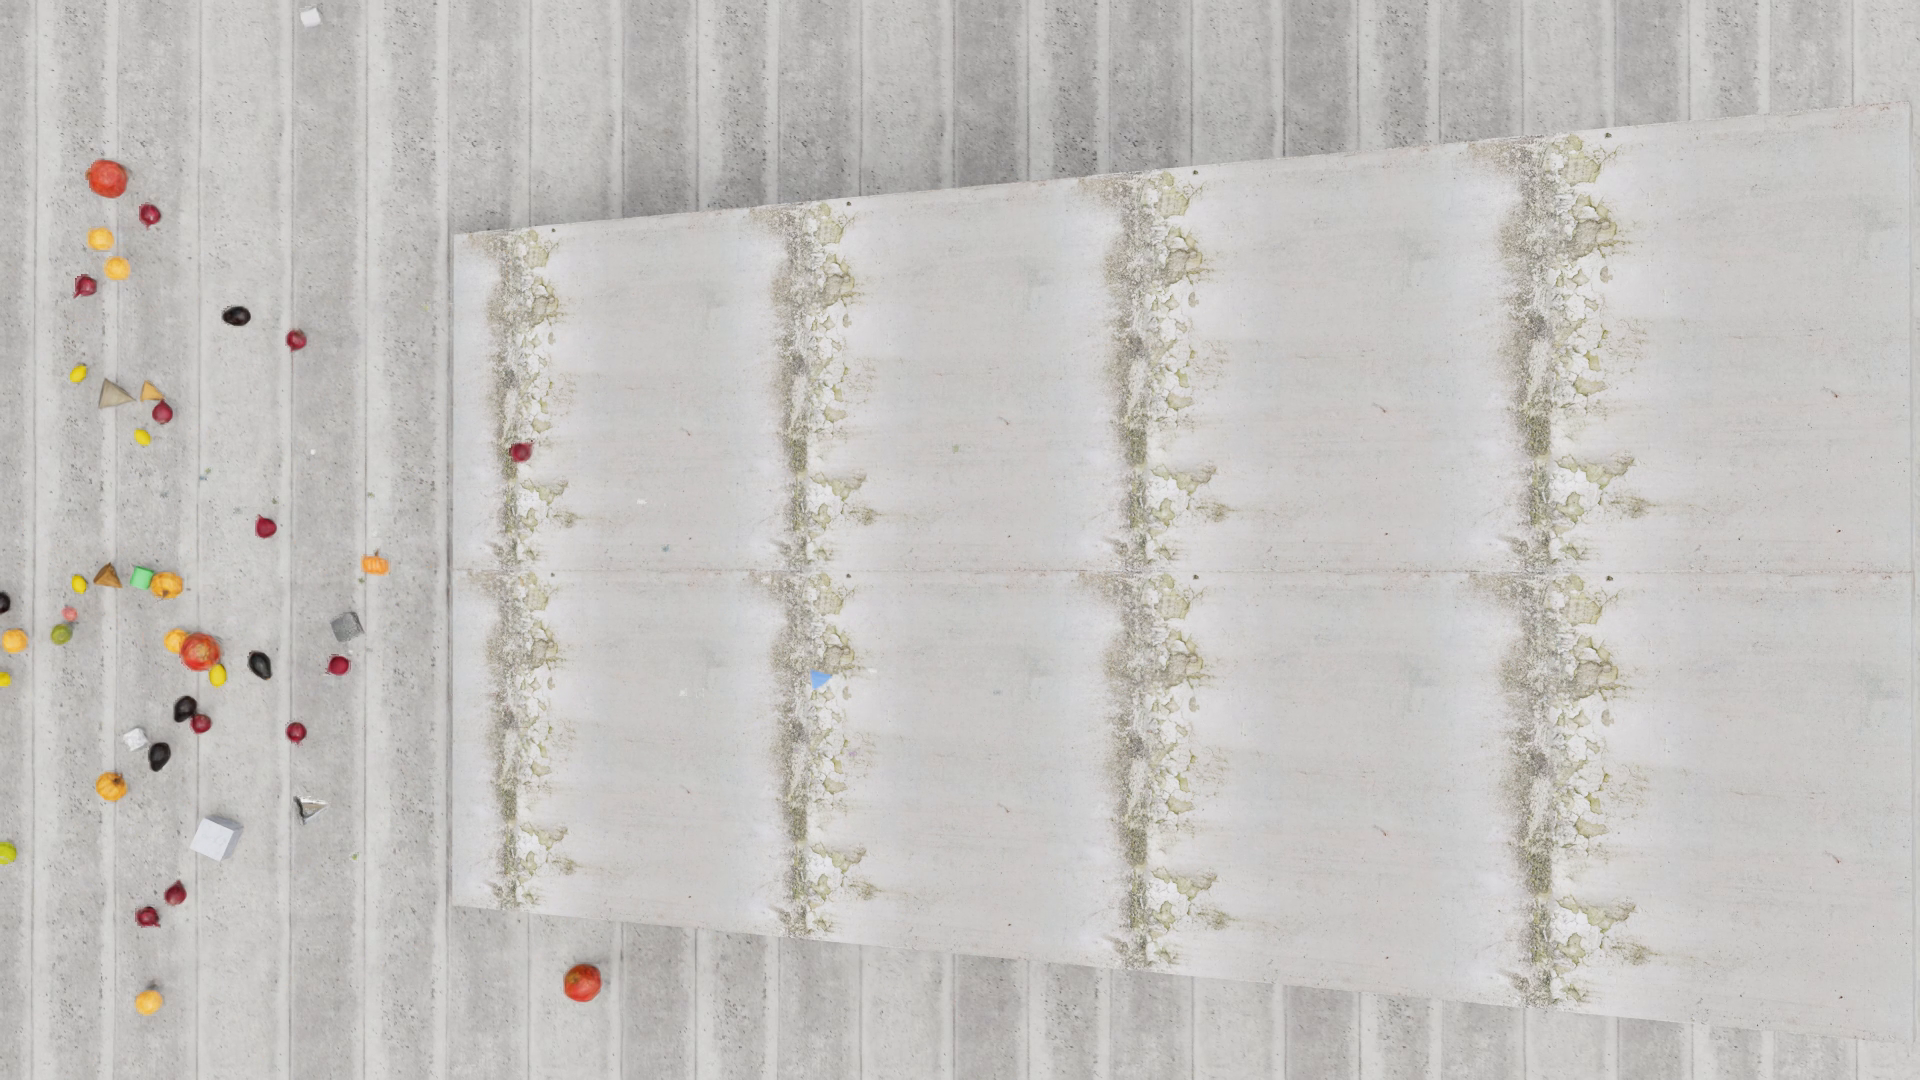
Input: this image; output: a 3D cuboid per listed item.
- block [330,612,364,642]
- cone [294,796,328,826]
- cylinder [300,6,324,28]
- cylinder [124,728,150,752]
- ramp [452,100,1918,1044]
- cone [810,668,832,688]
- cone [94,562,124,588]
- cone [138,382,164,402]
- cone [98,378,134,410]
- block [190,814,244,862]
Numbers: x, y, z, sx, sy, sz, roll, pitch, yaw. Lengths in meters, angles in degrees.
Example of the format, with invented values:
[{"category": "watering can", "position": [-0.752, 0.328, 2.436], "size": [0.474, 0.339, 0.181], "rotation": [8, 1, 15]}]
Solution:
[{"category": "block", "position": [-1.840, 0.263, 6.603], "size": [0.066, 0.066, 0.066], "rotation": [-24, 89, 0]}, {"category": "cone", "position": [-1.942, 0.806, 6.610], "size": [0.094, 0.094, 0.094], "rotation": [-11, 89, -27]}, {"category": "cylinder", "position": [-1.954, -1.576, 6.629], "size": [0.053, 0.053, 0.053], "rotation": [-16, 89, 0]}, {"category": "cylinder", "position": [-2.474, 0.599, 6.606], "size": [0.054, 0.054, 0.054], "rotation": [-27, 89, 0]}, {"category": "ramp", "position": [0.276, 0.077, 5.648], "size": [4.000, 0.100, 2.000], "rotation": [0, 89, 28]}, {"category": "cone", "position": [-0.369, 0.370, 5.920], "size": [0.057, 0.057, 0.057], "rotation": [-7, 89, 1]}, {"category": "cone", "position": [-2.550, 0.122, 6.620], "size": [0.079, 0.079, 0.079], "rotation": [-48, 116, 0]}, {"category": "cone", "position": [-2.431, -0.437, 6.628], "size": [0.068, 0.068, 0.068], "rotation": [18, 89, -27]}, {"category": "cone", "position": [-2.533, -0.431, 6.622], "size": [0.098, 0.098, 0.098], "rotation": [12, 89, -26]}, {"category": "block", "position": [-2.223, 0.890, 6.580], "size": [0.099, 0.099, 0.099], "rotation": [24, 89, 0]}]
